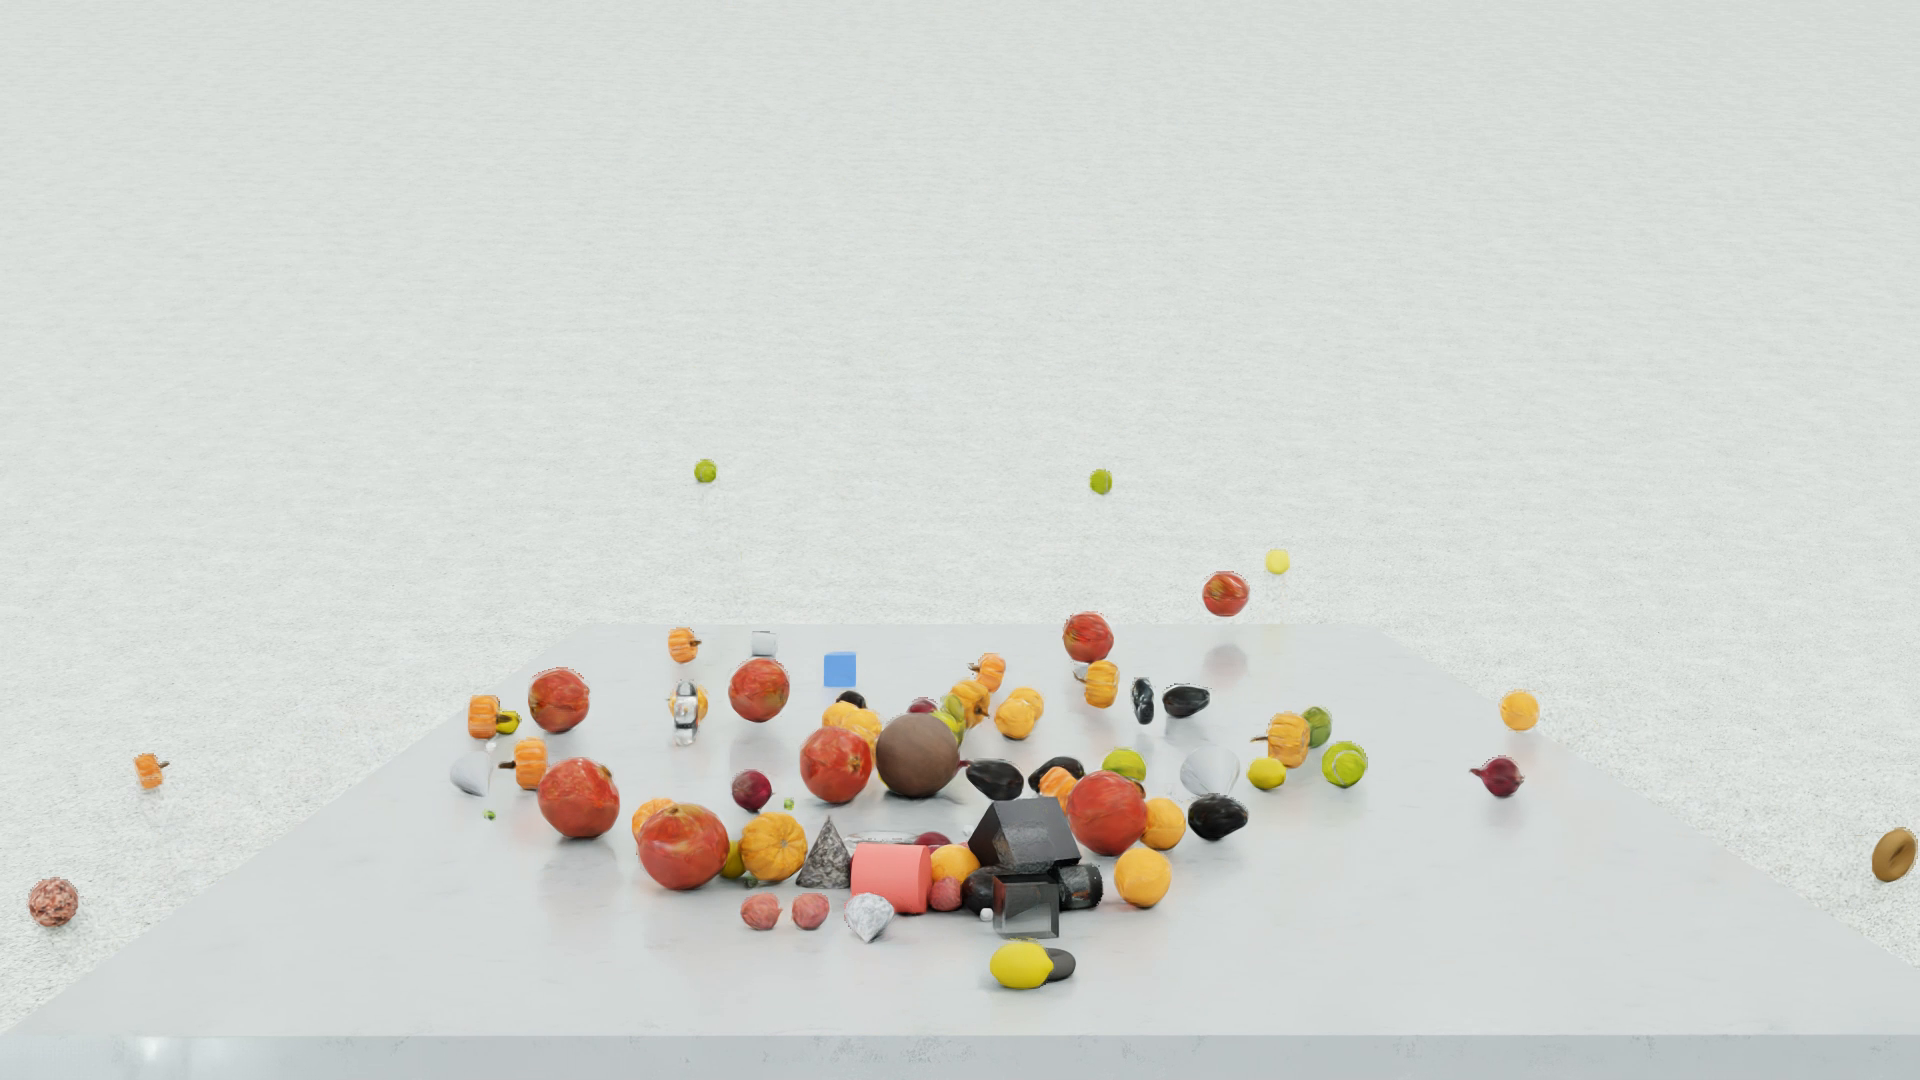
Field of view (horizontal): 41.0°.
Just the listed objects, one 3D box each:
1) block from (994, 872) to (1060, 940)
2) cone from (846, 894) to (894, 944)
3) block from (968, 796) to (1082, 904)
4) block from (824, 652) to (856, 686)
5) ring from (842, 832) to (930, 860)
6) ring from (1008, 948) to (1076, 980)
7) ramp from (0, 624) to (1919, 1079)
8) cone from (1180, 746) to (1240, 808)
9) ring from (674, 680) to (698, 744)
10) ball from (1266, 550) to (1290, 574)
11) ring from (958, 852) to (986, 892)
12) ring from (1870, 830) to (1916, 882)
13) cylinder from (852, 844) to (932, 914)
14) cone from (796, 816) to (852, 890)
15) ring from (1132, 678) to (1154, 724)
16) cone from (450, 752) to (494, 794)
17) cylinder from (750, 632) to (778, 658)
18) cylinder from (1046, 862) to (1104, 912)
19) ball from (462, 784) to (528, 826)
[{"bbox_3d":[0.077,0.427,2.991,0.064,0.064,0.064,-1,4,-12],"label":"block"},{"bbox_3d":[-0.106,0.448,2.962,0.057,0.057,0.057,1,31,3],"label":"cone"},{"bbox_3d":[0.079,0.383,3.166,0.091,0.091,0.091,-2,51,-27],"label":"block"},{"bbox_3d":[-0.247,0.267,5.312,0.064,0.064,0.064,0,4,-1],"label":"block"},{"bbox_3d":[-0.099,0.412,3.389,0.123,0.041,0.123,1,3,0],"label":"ring"},{"bbox_3d":[0.089,0.461,2.788,0.075,0.025,0.075,-1,3,0],"label":"ring"},{"bbox_3d":[0.045,0.402,4.539,2.000,0.100,4.000,0,4,0],"label":"ramp"},{"bbox_3d":[0.388,0.377,3.878,0.095,0.095,0.095,-3,32,-7],"label":"cone"},{"bbox_3d":[-0.478,0.301,4.478,0.038,0.113,0.113,1,19,-4],"label":"ring"},{"bbox_3d":[0.889,0.062,7.168,0.067,0.067,0.067,0,19,0],"label":"ball"},{"bbox_3d":[0.064,0.419,3.265,0.132,0.044,0.132,0,5,0],"label":"ring"},{"bbox_3d":[1.950,0.659,5.358,0.117,0.117,0.039,-12,24,-30],"label":"ring"},{"bbox_3d":[-0.083,0.410,3.109,0.082,0.082,0.082,1,19,11],"label":"cylinder"},{"bbox_3d":[-0.168,0.395,3.286,0.087,0.087,0.087,0,4,0],"label":"cone"},{"bbox_3d":[0.333,0.292,4.651,0.029,0.086,0.086,-5,19,-7],"label":"ring"},{"bbox_3d":[-0.742,0.377,3.960,0.072,0.072,0.072,-10,35,-28],"label":"cone"},{"bbox_3d":[-0.440,0.237,5.774,0.053,0.053,0.053,10,20,3],"label":"cylinder"},{"bbox_3d":[0.138,0.423,3.126,0.053,0.053,0.053,-5,19,-27],"label":"cylinder"},{"bbox_3d":[-0.677,0.404,3.733,0.095,0.095,0.095,0,19,0],"label":"ball"}]
